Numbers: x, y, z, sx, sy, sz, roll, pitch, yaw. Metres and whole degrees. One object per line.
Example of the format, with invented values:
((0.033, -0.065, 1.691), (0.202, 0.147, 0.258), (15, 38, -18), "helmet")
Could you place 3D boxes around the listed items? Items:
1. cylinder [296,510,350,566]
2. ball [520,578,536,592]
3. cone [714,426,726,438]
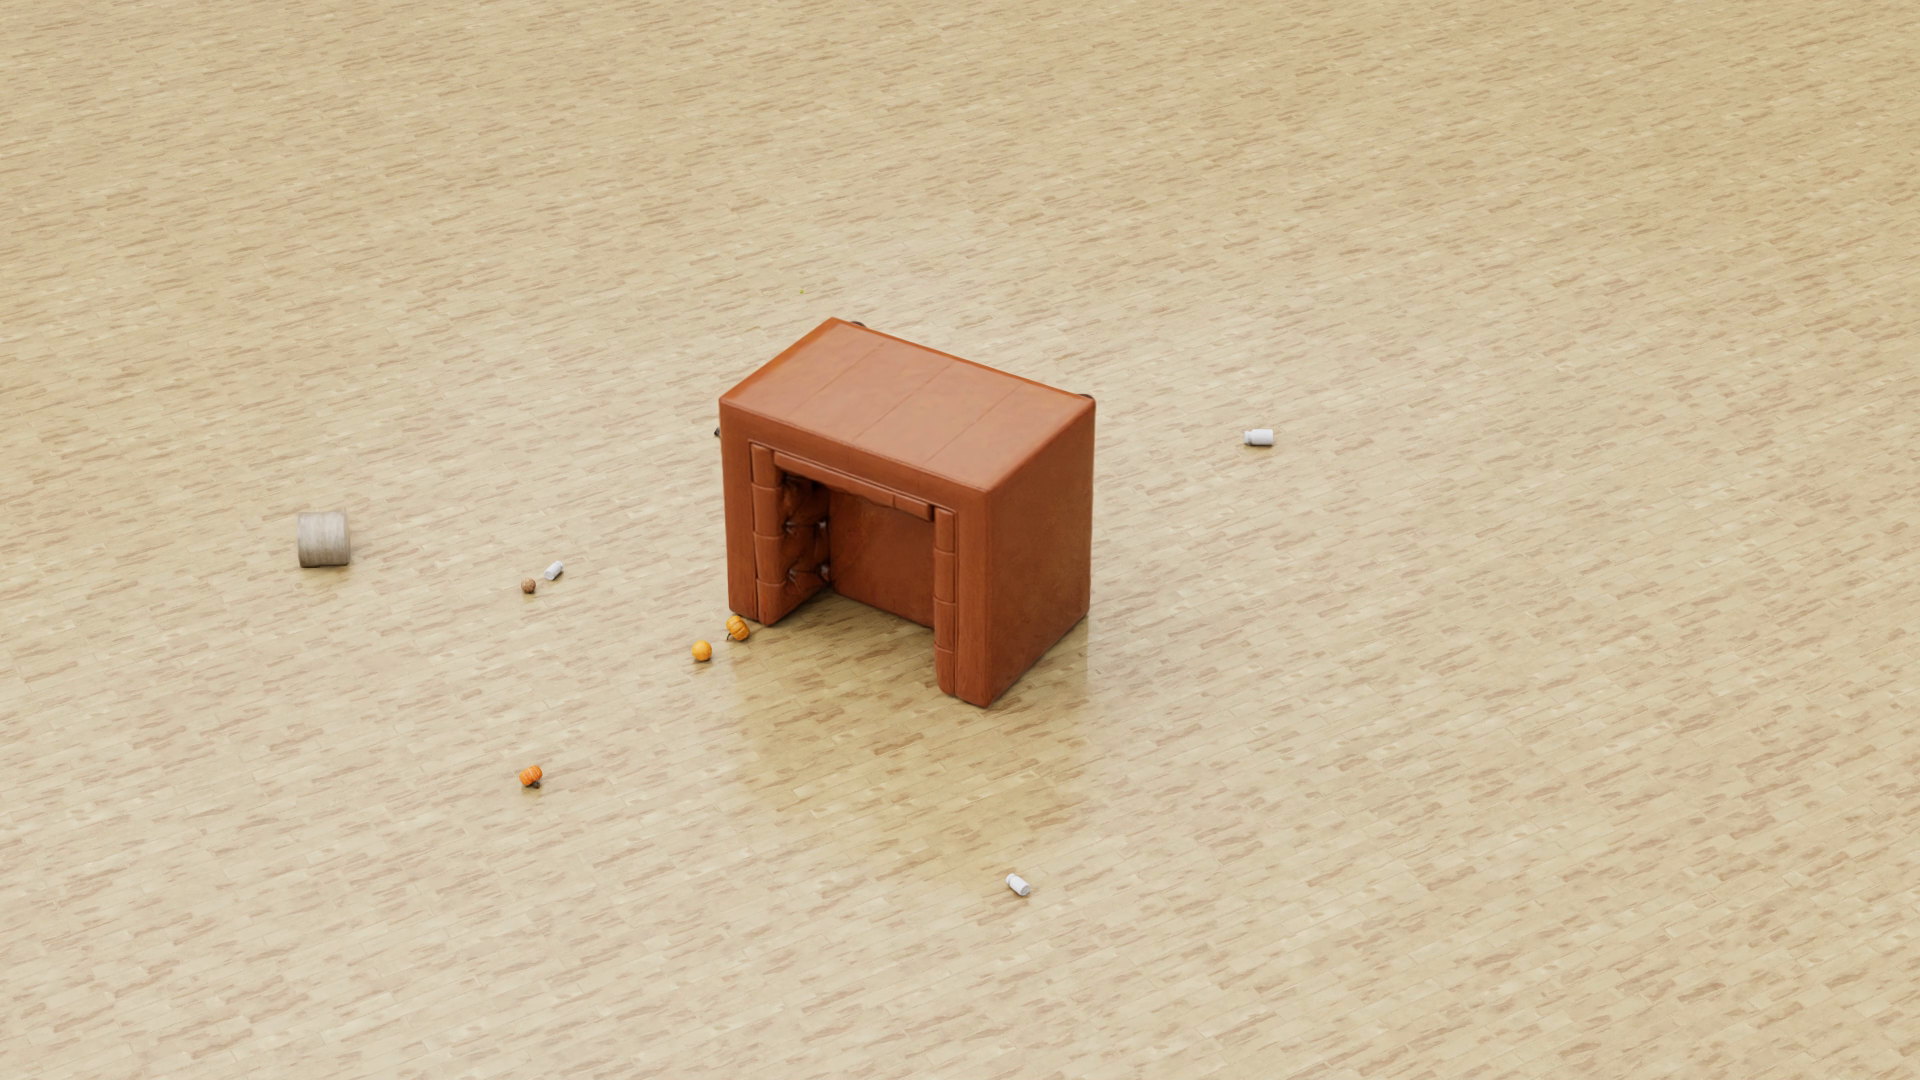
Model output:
((-2.345, -0.008, 10.805), (0.172, 0.158, 0.214), (-4, 55, -6), "cylinder")
((-1.567, 0.163, 10.647), (0.054, 0.054, 0.054), (0, 33, 0), "ball")
((-0.940, -0.417, 11.558), (0.049, 0.049, 0.034), (44, 44, 12), "cone")
